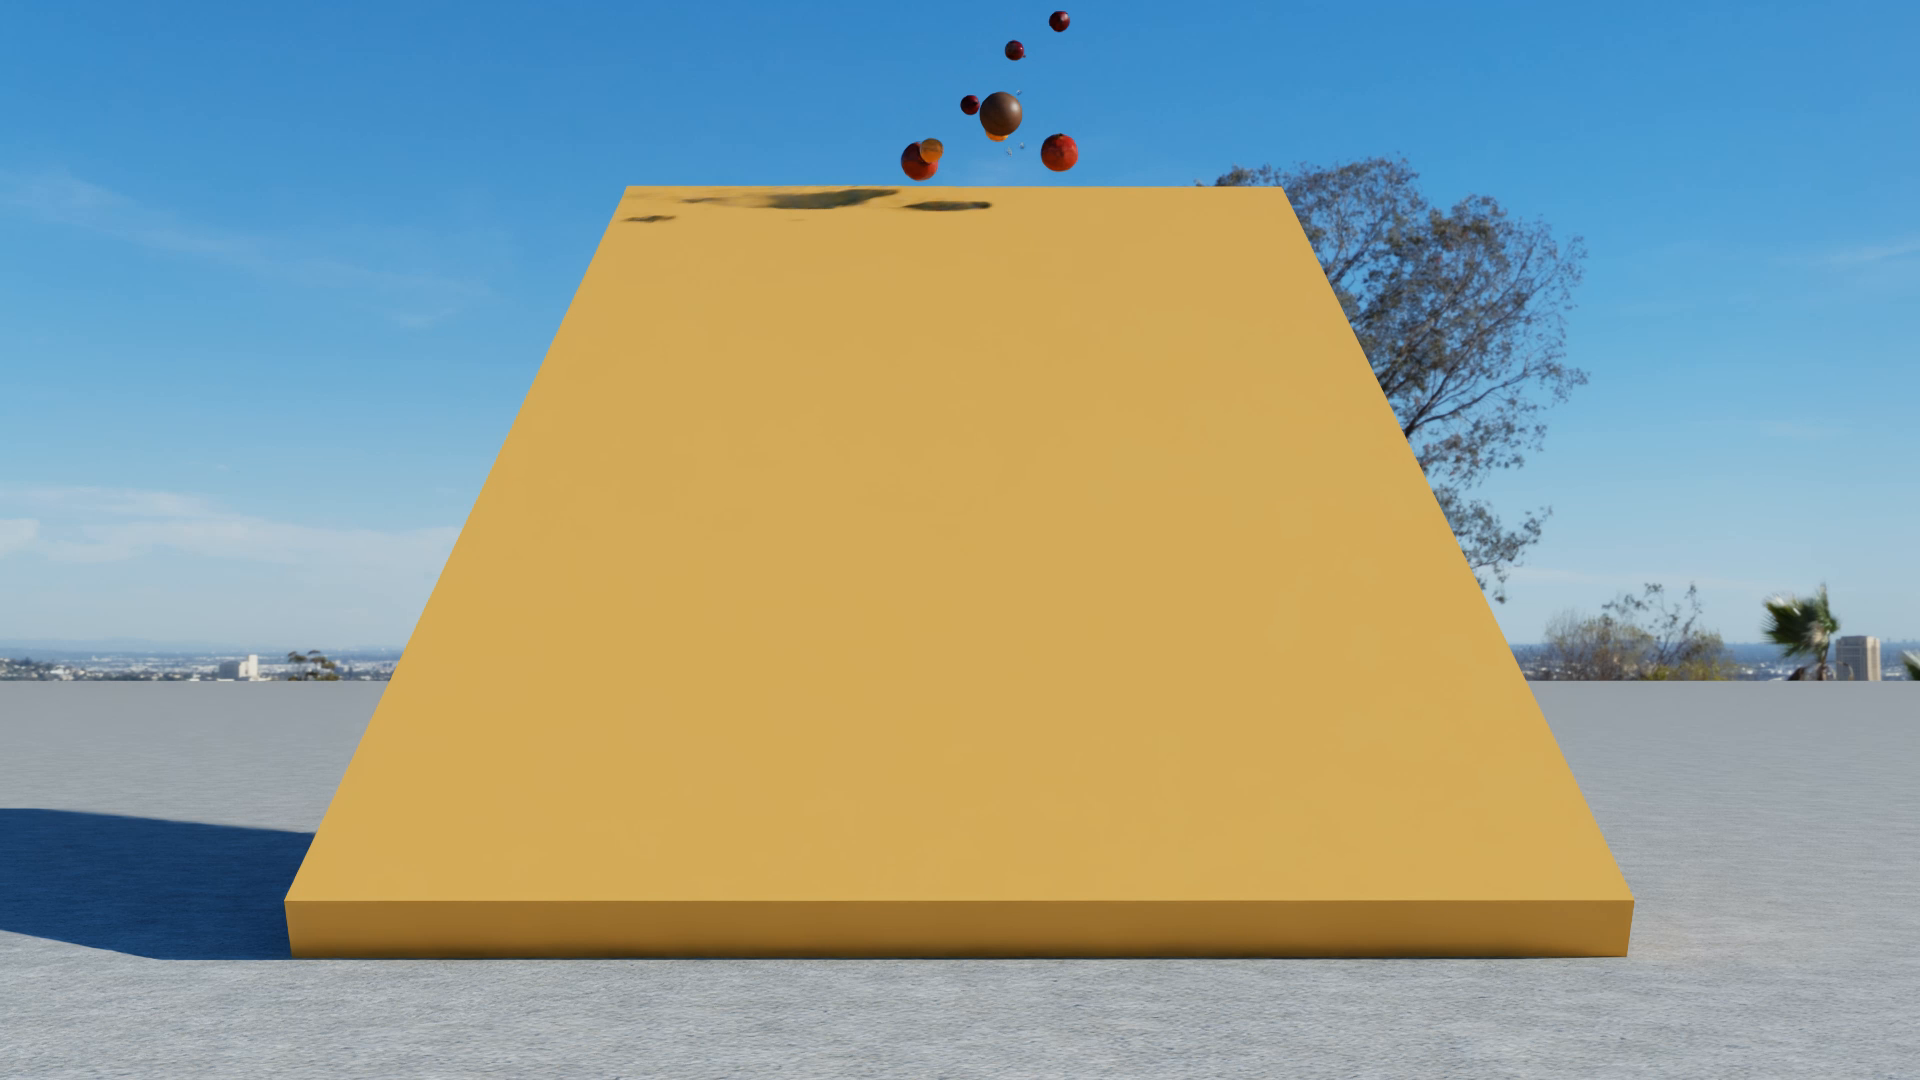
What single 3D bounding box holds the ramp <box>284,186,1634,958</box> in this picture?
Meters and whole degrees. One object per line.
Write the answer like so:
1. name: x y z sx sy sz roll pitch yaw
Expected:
1. ramp: -0.008 -0.228 5.290 2.000 0.100 4.000 0 24 0
